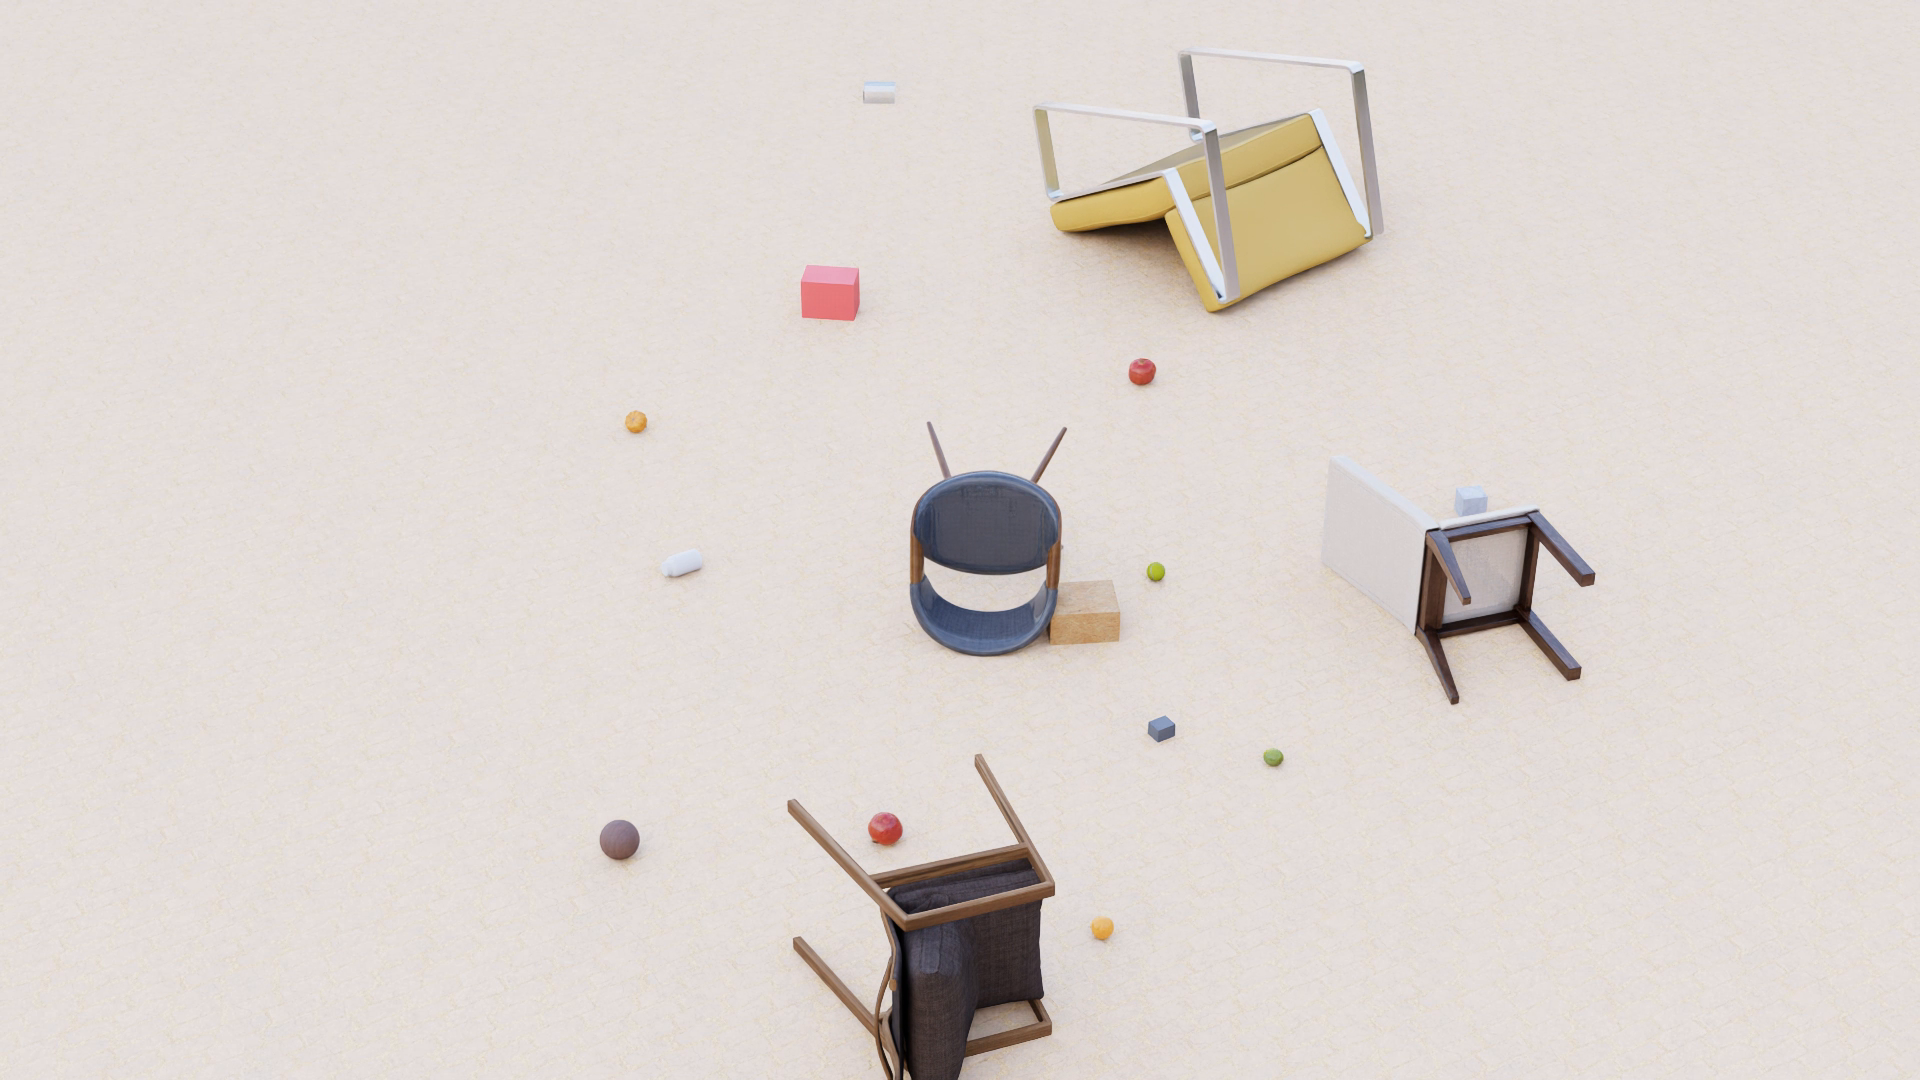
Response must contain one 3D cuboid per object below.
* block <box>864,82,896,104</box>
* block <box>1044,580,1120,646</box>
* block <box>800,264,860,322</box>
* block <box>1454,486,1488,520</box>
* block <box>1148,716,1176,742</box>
[{"bbox_3d":[-0.388,-2.161,14.164,0.150,0.065,0.112,1,33,2],"label":"block"},{"bbox_3d":[0.432,0.258,10.435,0.247,0.130,0.201,-3,34,-5],"label":"block"},{"bbox_3d":[-0.547,-1.043,12.370,0.224,0.173,0.150,4,34,6],"label":"block"},{"bbox_3d":[1.930,-0.140,11.072,0.096,0.094,0.082,-6,34,-9],"label":"block"},{"bbox_3d":[0.683,0.640,9.927,0.070,0.051,0.060,-19,38,-26],"label":"block"}]
